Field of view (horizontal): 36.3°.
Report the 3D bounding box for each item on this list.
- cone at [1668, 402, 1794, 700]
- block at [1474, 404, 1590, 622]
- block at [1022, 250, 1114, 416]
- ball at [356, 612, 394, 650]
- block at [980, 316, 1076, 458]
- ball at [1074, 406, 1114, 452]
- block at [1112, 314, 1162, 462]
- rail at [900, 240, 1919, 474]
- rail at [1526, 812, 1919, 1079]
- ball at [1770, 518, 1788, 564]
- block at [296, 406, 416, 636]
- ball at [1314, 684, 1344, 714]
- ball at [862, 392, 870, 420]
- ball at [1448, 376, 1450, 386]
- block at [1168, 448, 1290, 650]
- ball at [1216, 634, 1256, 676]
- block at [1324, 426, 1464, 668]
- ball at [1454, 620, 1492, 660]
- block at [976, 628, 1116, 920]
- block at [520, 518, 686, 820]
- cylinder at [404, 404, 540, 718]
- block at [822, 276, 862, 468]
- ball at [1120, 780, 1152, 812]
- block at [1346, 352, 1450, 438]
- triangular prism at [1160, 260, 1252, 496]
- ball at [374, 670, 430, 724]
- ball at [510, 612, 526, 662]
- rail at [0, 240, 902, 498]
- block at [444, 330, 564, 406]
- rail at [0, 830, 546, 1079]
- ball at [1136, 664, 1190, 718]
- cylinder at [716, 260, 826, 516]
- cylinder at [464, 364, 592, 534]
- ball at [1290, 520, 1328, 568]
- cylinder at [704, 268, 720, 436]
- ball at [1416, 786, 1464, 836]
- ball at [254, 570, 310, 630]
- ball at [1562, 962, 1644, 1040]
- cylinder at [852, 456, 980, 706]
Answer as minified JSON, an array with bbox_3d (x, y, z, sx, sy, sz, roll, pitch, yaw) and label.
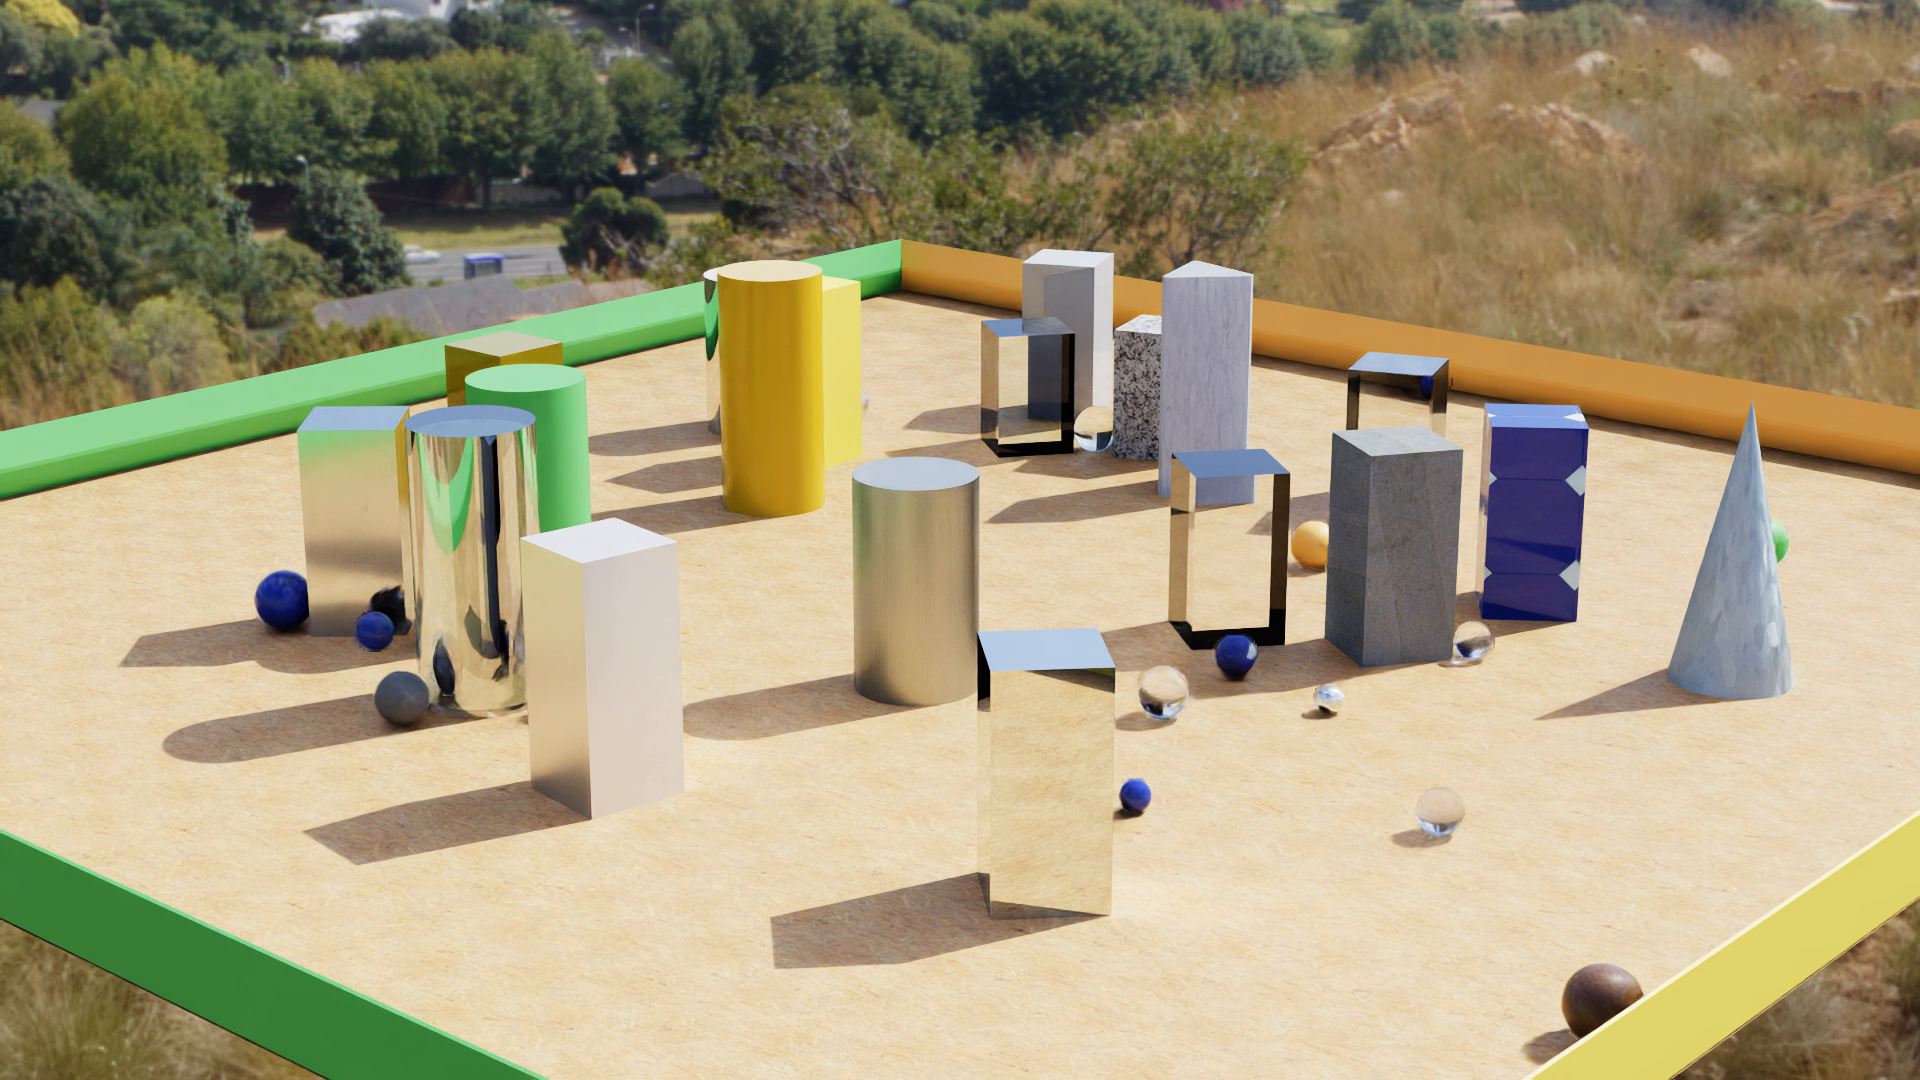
[{"bbox_3d":[1.239,0.002,4.650,0.200,0.462,0.200,0,17,0],"label":"cone"},{"bbox_3d":[0.978,-0.048,5.027,0.160,0.340,0.160,1,17,5],"label":"block"},{"bbox_3d":[0.234,-0.451,6.380,0.160,0.331,0.160,5,18,17],"label":"block"},{"bbox_3d":[-0.967,0.150,4.848,0.063,0.063,0.063,0,17,0],"label":"ball"},{"bbox_3d":[0.139,-0.317,6.072,0.160,0.253,0.160,-4,17,-12],"label":"block"},{"bbox_3d":[0.280,-0.230,6.054,0.096,0.096,0.096,0,17,0],"label":"ball"},{"bbox_3d":[0.419,-0.311,6.027,0.160,0.266,0.160,7,18,22],"label":"block"},{"bbox_3d":[1.205,-0.368,6.449,3.639,0.130,0.045,14,22,39],"label":"rail"},{"bbox_3d":[1.356,0.372,3.992,0.045,0.130,3.725,14,22,39],"label":"rail"},{"bbox_3d":[1.444,0.005,5.279,0.092,0.092,0.092,0,17,0],"label":"ball"},{"bbox_3d":[-1.011,-0.032,4.944,0.160,0.358,0.160,0,17,-2],"label":"block"},{"bbox_3d":[0.574,0.247,4.556,0.046,0.046,0.046,0,17,0],"label":"ball"},{"bbox_3d":[-0.233,-0.289,6.280,0.078,0.078,0.078,0,17,0],"label":"ball"},{"bbox_3d":[1.065,-0.353,6.535,0.055,0.055,0.055,0,17,0],"label":"ball"},{"bbox_3d":[0.448,0.014,4.896,0.160,0.296,0.160,-3,17,-10],"label":"block"},{"bbox_3d":[0.444,0.186,4.725,0.067,0.067,0.067,0,17,0],"label":"ball"},{"bbox_3d":[0.709,0.009,4.810,0.160,0.356,0.160,-5,17,-15],"label":"block"},{"bbox_3d":[0.840,0.164,4.802,0.063,0.063,0.063,0,17,0],"label":"ball"},{"bbox_3d":[0.110,0.305,3.847,0.160,0.343,0.160,-2,17,-5],"label":"block"},{"bbox_3d":[-0.510,0.182,4.195,0.160,0.380,0.160,-14,21,-38],"label":"block"},{"bbox_3d":[-0.753,0.032,4.571,0.200,0.449,0.200,0,17,0],"label":"cylinder"},{"bbox_3d":[-0.313,-0.342,5.960,0.160,0.365,0.160,12,21,35],"label":"block"},{"bbox_3d":[0.250,0.363,4.167,0.047,0.047,0.047,0,17,0],"label":"ball"},{"bbox_3d":[0.843,-0.208,5.672,0.160,0.274,0.160,6,18,20],"label":"block"},{"bbox_3d":[0.469,-0.319,5.757,0.173,0.437,0.150,-2,17,-5],"label":"triangular prism"},{"bbox_3d":[-0.857,0.243,4.507,0.083,0.083,0.083,0,17,0],"label":"ball"},{"bbox_3d":[-0.684,0.157,4.767,0.097,0.097,0.097,0,17,0],"label":"ball"},{"bbox_3d":[-1.356,-0.307,6.247,0.045,0.130,3.725,14,22,39],"label":"rail"},{"bbox_3d":[-0.881,-0.233,5.701,0.160,0.305,0.160,14,21,38],"label":"block"},{"bbox_3d":[-1.205,0.433,3.790,3.639,0.130,0.045,14,22,39],"label":"rail"},{"bbox_3d":[0.314,0.235,4.532,0.083,0.083,0.083,0,17,0],"label":"ball"},{"bbox_3d":[-0.361,-0.292,5.632,0.200,0.458,0.200,0,17,0],"label":"cylinder"},{"bbox_3d":[-0.724,-0.068,4.946,0.200,0.424,0.200,0,17,0],"label":"cylinder"},{"bbox_3d":[0.638,0.008,5.283,0.085,0.085,0.085,0,17,0],"label":"ball"},{"bbox_3d":[-0.439,-0.401,6.212,0.200,0.332,0.200,0,17,0],"label":"cylinder"},{"bbox_3d":[0.668,0.378,4.083,0.068,0.068,0.068,0,17,0],"label":"ball"},{"bbox_3d":[-1.140,0.101,4.949,0.100,0.100,0.100,0,17,0],"label":"ball"},{"bbox_3d":[0.760,0.548,3.466,0.098,0.098,0.098,0,17,0],"label":"ball"},{"bbox_3d":[-0.069,0.064,4.636,0.200,0.351,0.200,0,17,0],"label":"cylinder"}]
